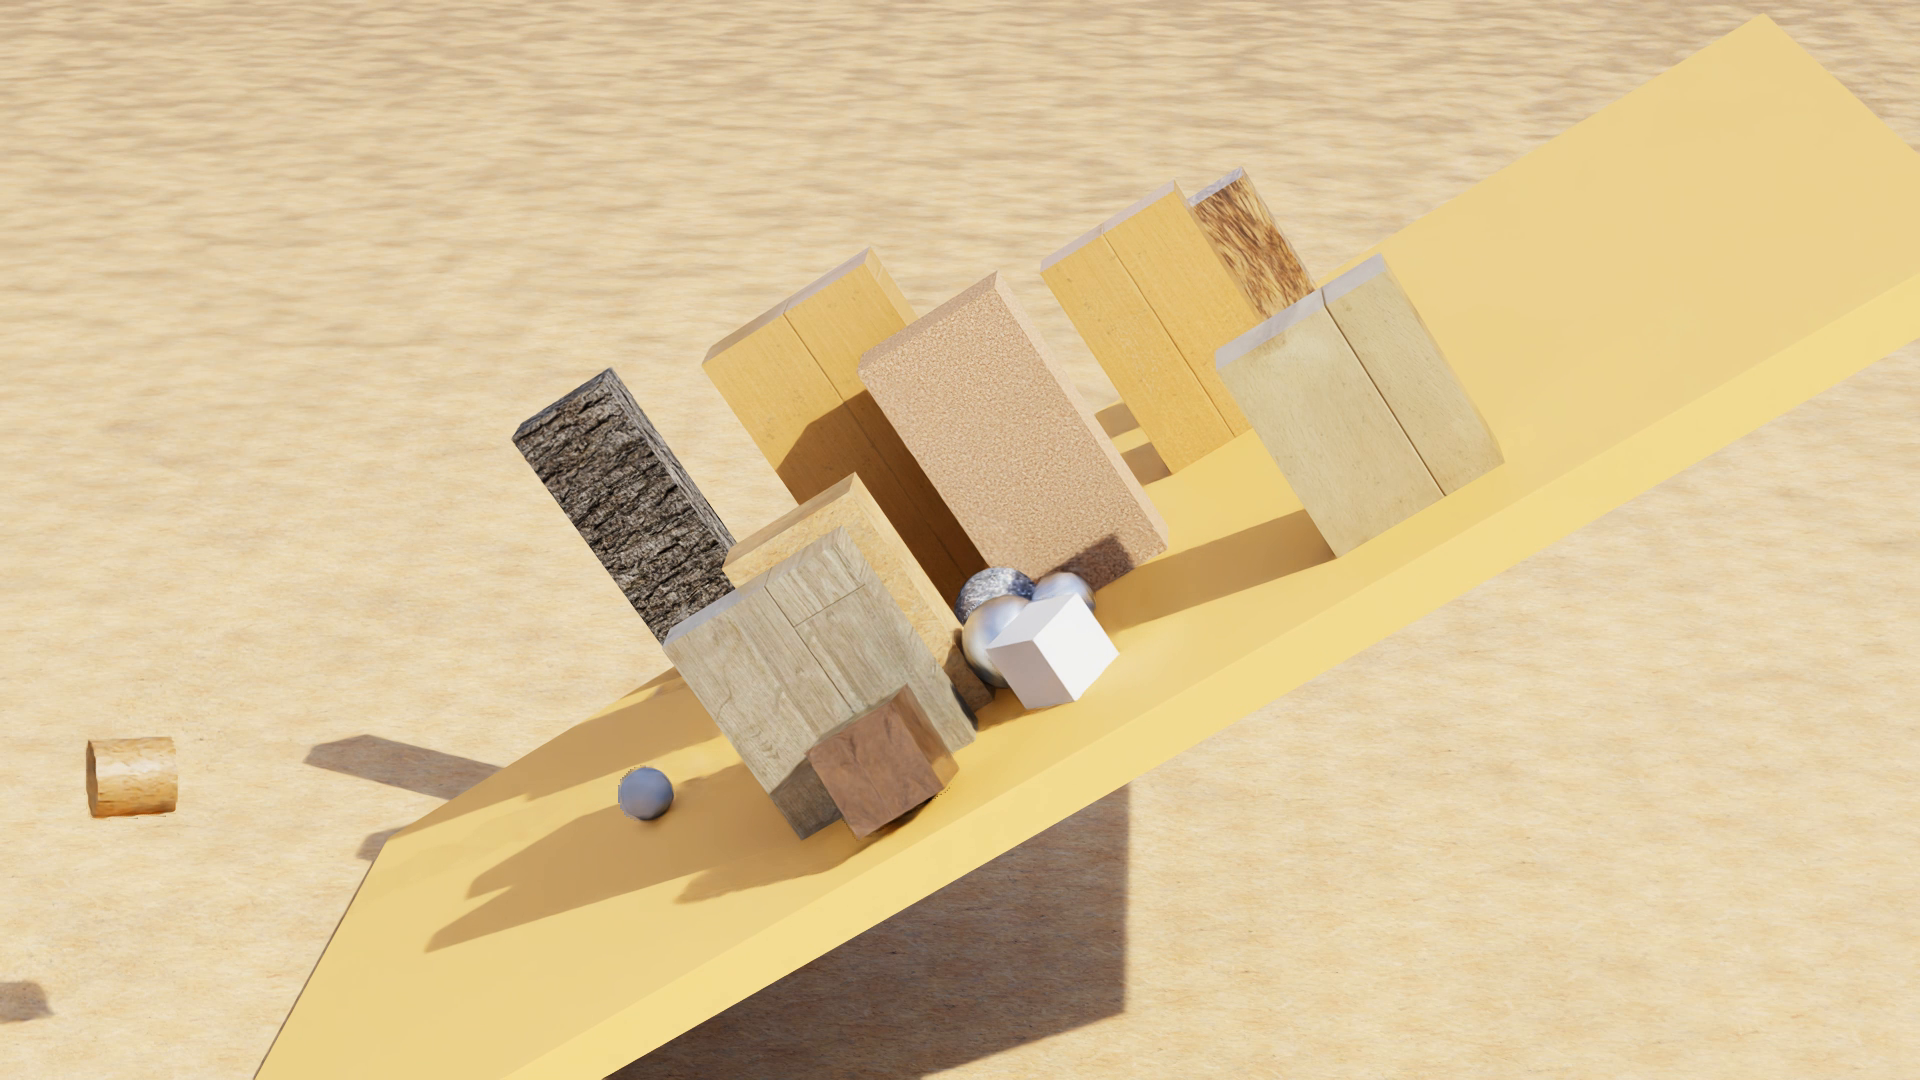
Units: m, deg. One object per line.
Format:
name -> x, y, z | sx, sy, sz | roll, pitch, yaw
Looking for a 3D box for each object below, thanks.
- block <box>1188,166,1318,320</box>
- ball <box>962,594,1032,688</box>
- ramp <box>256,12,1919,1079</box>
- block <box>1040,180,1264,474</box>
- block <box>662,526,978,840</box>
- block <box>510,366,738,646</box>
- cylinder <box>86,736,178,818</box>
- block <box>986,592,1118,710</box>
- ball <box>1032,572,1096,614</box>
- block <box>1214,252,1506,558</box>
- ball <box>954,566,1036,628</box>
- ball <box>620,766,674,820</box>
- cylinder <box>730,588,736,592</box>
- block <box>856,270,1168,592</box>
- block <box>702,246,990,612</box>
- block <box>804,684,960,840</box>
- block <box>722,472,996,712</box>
block -> 0.624, -0.588, 6.616 | 0.276, 0.411, 0.099 | -31, 15, 14
ball -> 0.094, 0.198, 5.759 | 0.182, 0.182, 0.182 | 0, 20, 0
ramp -> 0.139, 0.171, 6.296 | 4.000, 0.100, 2.000 | -31, 15, 14
block -> 0.458, -0.455, 6.318 | 0.335, 0.534, 0.104 | -31, 15, 14
block -> -0.268, 0.280, 5.702 | 0.407, 0.479, 0.103 | -31, 15, 14
block -> -0.772, -0.043, 7.271 | 0.277, 0.735, 0.123 | -31, 15, 14
cylinder -> -1.753, 0.502, 6.224 | 0.164, 0.164, 0.164 | -2, 19, -24
block -> 0.176, 0.213, 5.608 | 0.148, 0.148, 0.148 | -15, 25, 52
ball -> 0.205, 0.128, 5.847 | 0.128, 0.128, 0.128 | 0, 20, 0
block -> 0.722, -0.242, 5.323 | 0.348, 0.421, 0.127 | -31, 15, 14
ball -> 0.081, 0.147, 5.941 | 0.185, 0.185, 0.185 | 0, 20, 0
ball -> -0.687, 0.556, 6.442 | 0.117, 0.117, 0.117 | 0, 20, 0
cylinder -> -0.445, 0.148, 7.054 | 0.183, 0.183, 0.183 | 16, 46, 36
block -> 0.112, -0.181, 5.985 | 0.331, 0.650, 0.131 | -31, 15, 14
block -> -0.151, -0.179, 6.274 | 0.414, 0.786, 0.137 | -31, 15, 14
block -> -0.144, 0.413, 5.509 | 0.191, 0.191, 0.191 | -32, 1, 11
block -> -0.195, 0.166, 5.829 | 0.301, 0.515, 0.118 | -31, 15, 14
